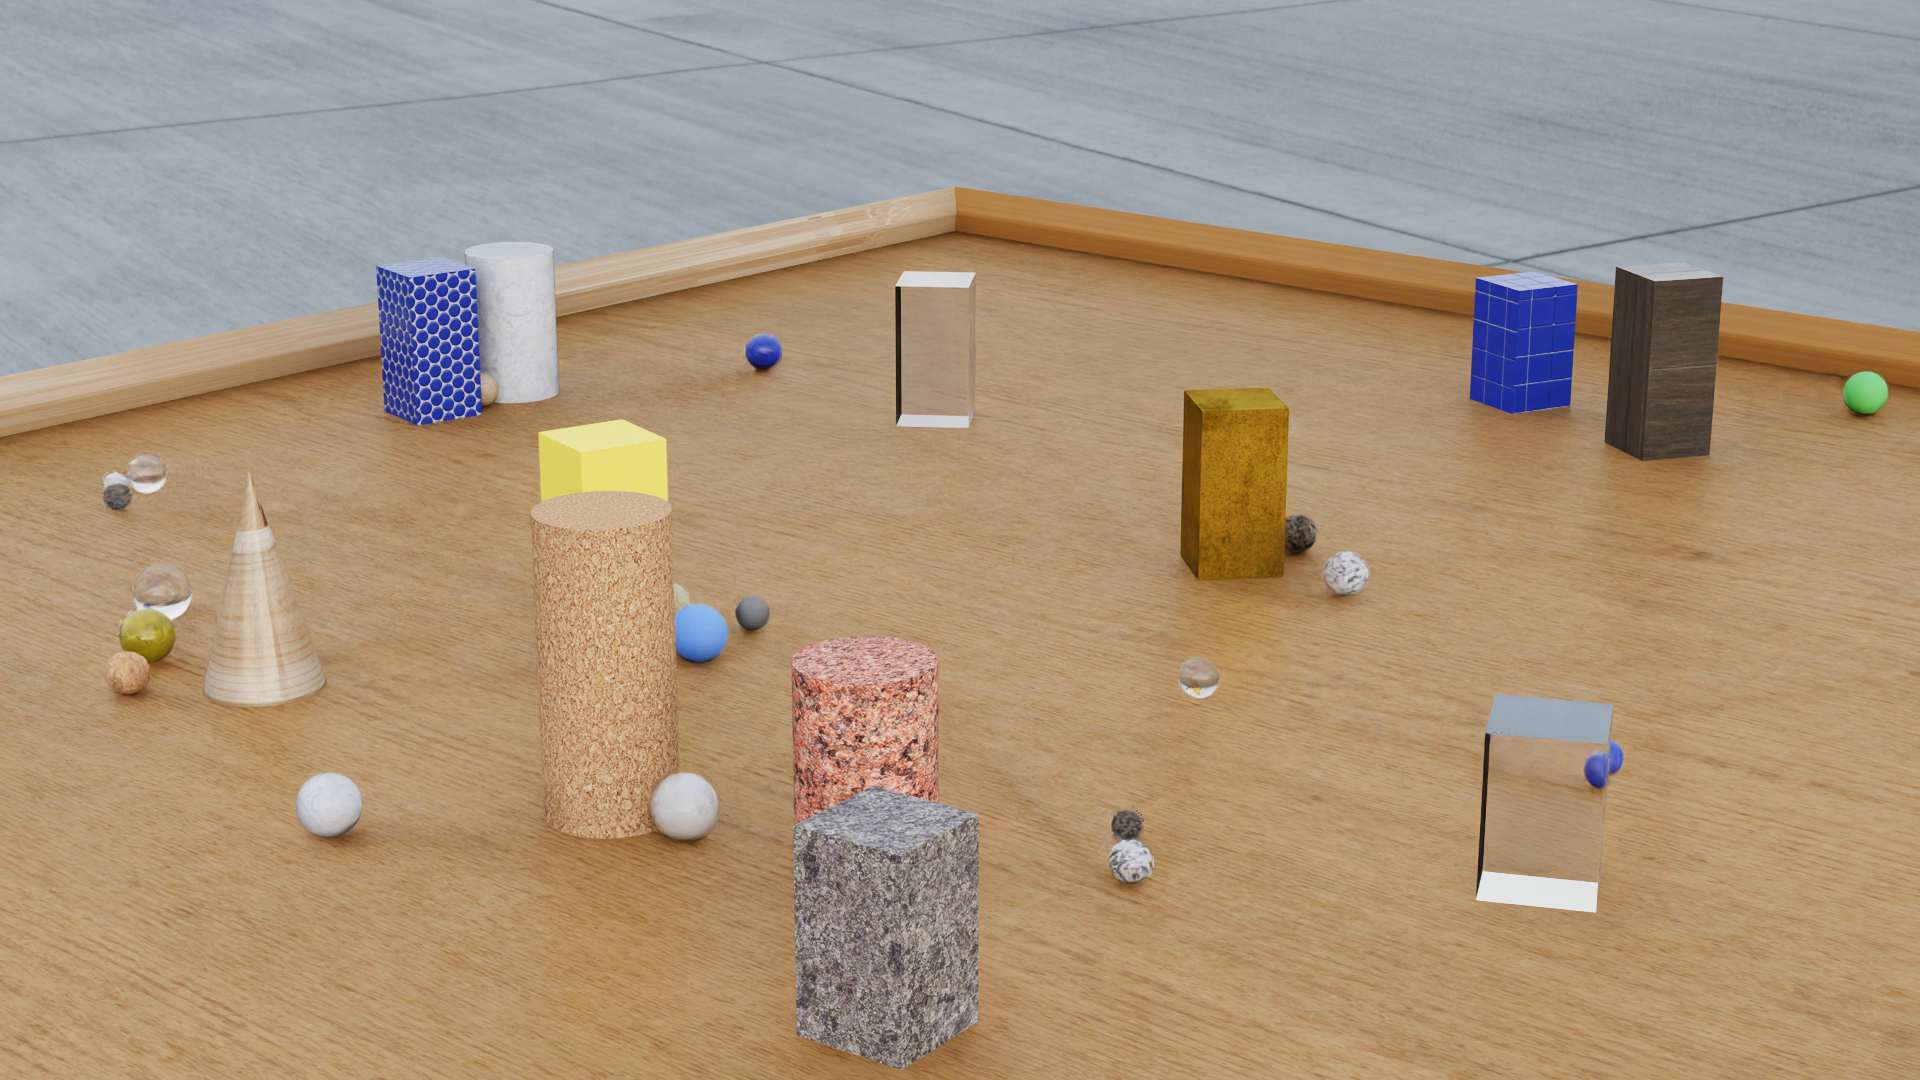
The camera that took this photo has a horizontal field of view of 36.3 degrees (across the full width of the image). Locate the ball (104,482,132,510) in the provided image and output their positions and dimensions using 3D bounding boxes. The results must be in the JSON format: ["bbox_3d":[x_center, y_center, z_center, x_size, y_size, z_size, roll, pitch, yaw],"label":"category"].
[{"bbox_3d":[-1.619,-0.084,5.633,0.052,0.052,0.052,0,17,0],"label":"ball"}]

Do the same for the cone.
[{"bbox_3d":[-1.108,0.063,4.623,0.194,0.355,0.194,0,17,0],"label":"cone"}]

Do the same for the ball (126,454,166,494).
[{"bbox_3d":[-1.593,-0.129,5.743,0.076,0.076,0.076,0,17,0],"label":"ball"}]

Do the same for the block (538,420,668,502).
[{"bbox_3d":[-0.590,-0.008,4.880,0.155,0.342,0.155,-11,20,-32],"label":"block"}]

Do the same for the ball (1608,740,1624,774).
[{"bbox_3d":[0.945,0.318,4.299,0.054,0.054,0.054,0,17,0],"label":"ball"}]

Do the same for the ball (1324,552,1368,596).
[{"bbox_3d":[0.673,0.058,5.121,0.077,0.077,0.077,0,17,0],"label":"ball"}]

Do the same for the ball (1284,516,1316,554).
[{"bbox_3d":[0.617,-0.011,5.363,0.069,0.069,0.069,0,17,0],"label":"ball"}]

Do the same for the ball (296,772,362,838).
[{"bbox_3d":[-0.876,0.368,4.072,0.090,0.090,0.090,0,17,0],"label":"ball"}]

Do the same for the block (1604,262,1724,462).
[{"bbox_3d":[1.443,-0.368,6.019,0.155,0.373,0.155,-5,18,-17],"label":"block"}]

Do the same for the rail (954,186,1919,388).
[{"bbox_3d":[1.652,-0.518,6.942,4.456,0.126,0.045,14,22,39],"label":"rail"}]

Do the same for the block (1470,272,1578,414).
[{"bbox_3d":[1.231,-0.433,6.410,0.155,0.272,0.155,-8,19,-26],"label":"block"}]

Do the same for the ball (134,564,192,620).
[{"bbox_3d":[-1.355,0.090,4.982,0.097,0.097,0.097,0,17,0],"label":"ball"}]

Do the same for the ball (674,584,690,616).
[{"bbox_3d":[-0.493,0.106,4.975,0.069,0.069,0.069,0,17,0],"label":"ball"}]

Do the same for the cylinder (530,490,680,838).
[{"bbox_3d":[-0.494,0.173,4.101,0.194,0.447,0.194,0,17,0],"label":"cylinder"}]

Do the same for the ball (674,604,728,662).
[{"bbox_3d":[-0.427,0.150,4.784,0.095,0.095,0.095,0,17,0],"label":"ball"}]

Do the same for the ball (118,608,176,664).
[{"bbox_3d":[-1.323,0.156,4.773,0.090,0.090,0.090,0,17,0],"label":"ball"}]

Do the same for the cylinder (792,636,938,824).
[{"bbox_3d":[-0.126,0.303,3.918,0.194,0.303,0.194,0,17,0],"label":"cylinder"}]

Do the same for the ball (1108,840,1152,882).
[{"bbox_3d":[0.227,0.429,3.924,0.058,0.058,0.058,0,17,0],"label":"ball"}]

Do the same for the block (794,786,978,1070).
[{"bbox_3d":[-0.086,0.456,3.470,0.155,0.269,0.155,11,20,33],"label":"block"}]

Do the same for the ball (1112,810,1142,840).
[{"bbox_3d":[0.231,0.396,4.062,0.042,0.042,0.042,0,17,0],"label":"ball"}]

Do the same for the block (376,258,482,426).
[{"bbox_3d":[-1.143,-0.430,6.315,0.155,0.321,0.155,-12,21,-35],"label":"block"}]

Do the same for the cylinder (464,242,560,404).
[{"bbox_3d":[-0.991,-0.483,6.489,0.194,0.322,0.194,0,17,0],"label":"cylinder"}]

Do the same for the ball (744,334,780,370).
[{"bbox_3d":[-0.453,-0.433,6.740,0.082,0.082,0.082,0,17,0],"label":"ball"}]

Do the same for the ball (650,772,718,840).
[{"bbox_3d":[-0.382,0.369,4.060,0.094,0.094,0.094,0,17,0],"label":"ball"}]

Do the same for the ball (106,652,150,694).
[{"bbox_3d":[-1.315,0.210,4.633,0.068,0.068,0.068,0,17,0],"label":"ball"}]

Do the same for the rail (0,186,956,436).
[{"bbox_3d":[-1.665,-0.386,6.504,0.045,0.126,5.087,14,22,39],"label":"rail"}]

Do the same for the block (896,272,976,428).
[{"bbox_3d":[-0.051,-0.408,6.274,0.155,0.304,0.155,2,17,5],"label":"block"}]

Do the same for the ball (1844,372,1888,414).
[{"bbox_3d":[1.958,-0.318,6.339,0.093,0.093,0.093,0,17,0],"label":"ball"}]

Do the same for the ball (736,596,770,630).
[{"bbox_3d":[-0.348,0.123,4.938,0.058,0.058,0.058,0,17,0],"label":"ball"}]

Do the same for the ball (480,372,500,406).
[{"bbox_3d":[-1.044,-0.328,6.408,0.074,0.074,0.074,0,17,0],"label":"ball"}]

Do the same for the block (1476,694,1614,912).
[{"bbox_3d":[0.776,0.347,3.889,0.155,0.235,0.155,4,17,14],"label":"block"}]

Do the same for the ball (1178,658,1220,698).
[{"bbox_3d":[0.377,0.217,4.616,0.064,0.064,0.064,0,17,0],"label":"ball"}]

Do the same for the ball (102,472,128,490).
[{"bbox_3d":[-1.647,-0.108,5.722,0.048,0.048,0.048,0,17,0],"label":"ball"}]

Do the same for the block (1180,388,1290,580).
[{"bbox_3d":[0.490,-0.101,5.246,0.155,0.310,0.155,-2,17,-7],"label":"block"}]
